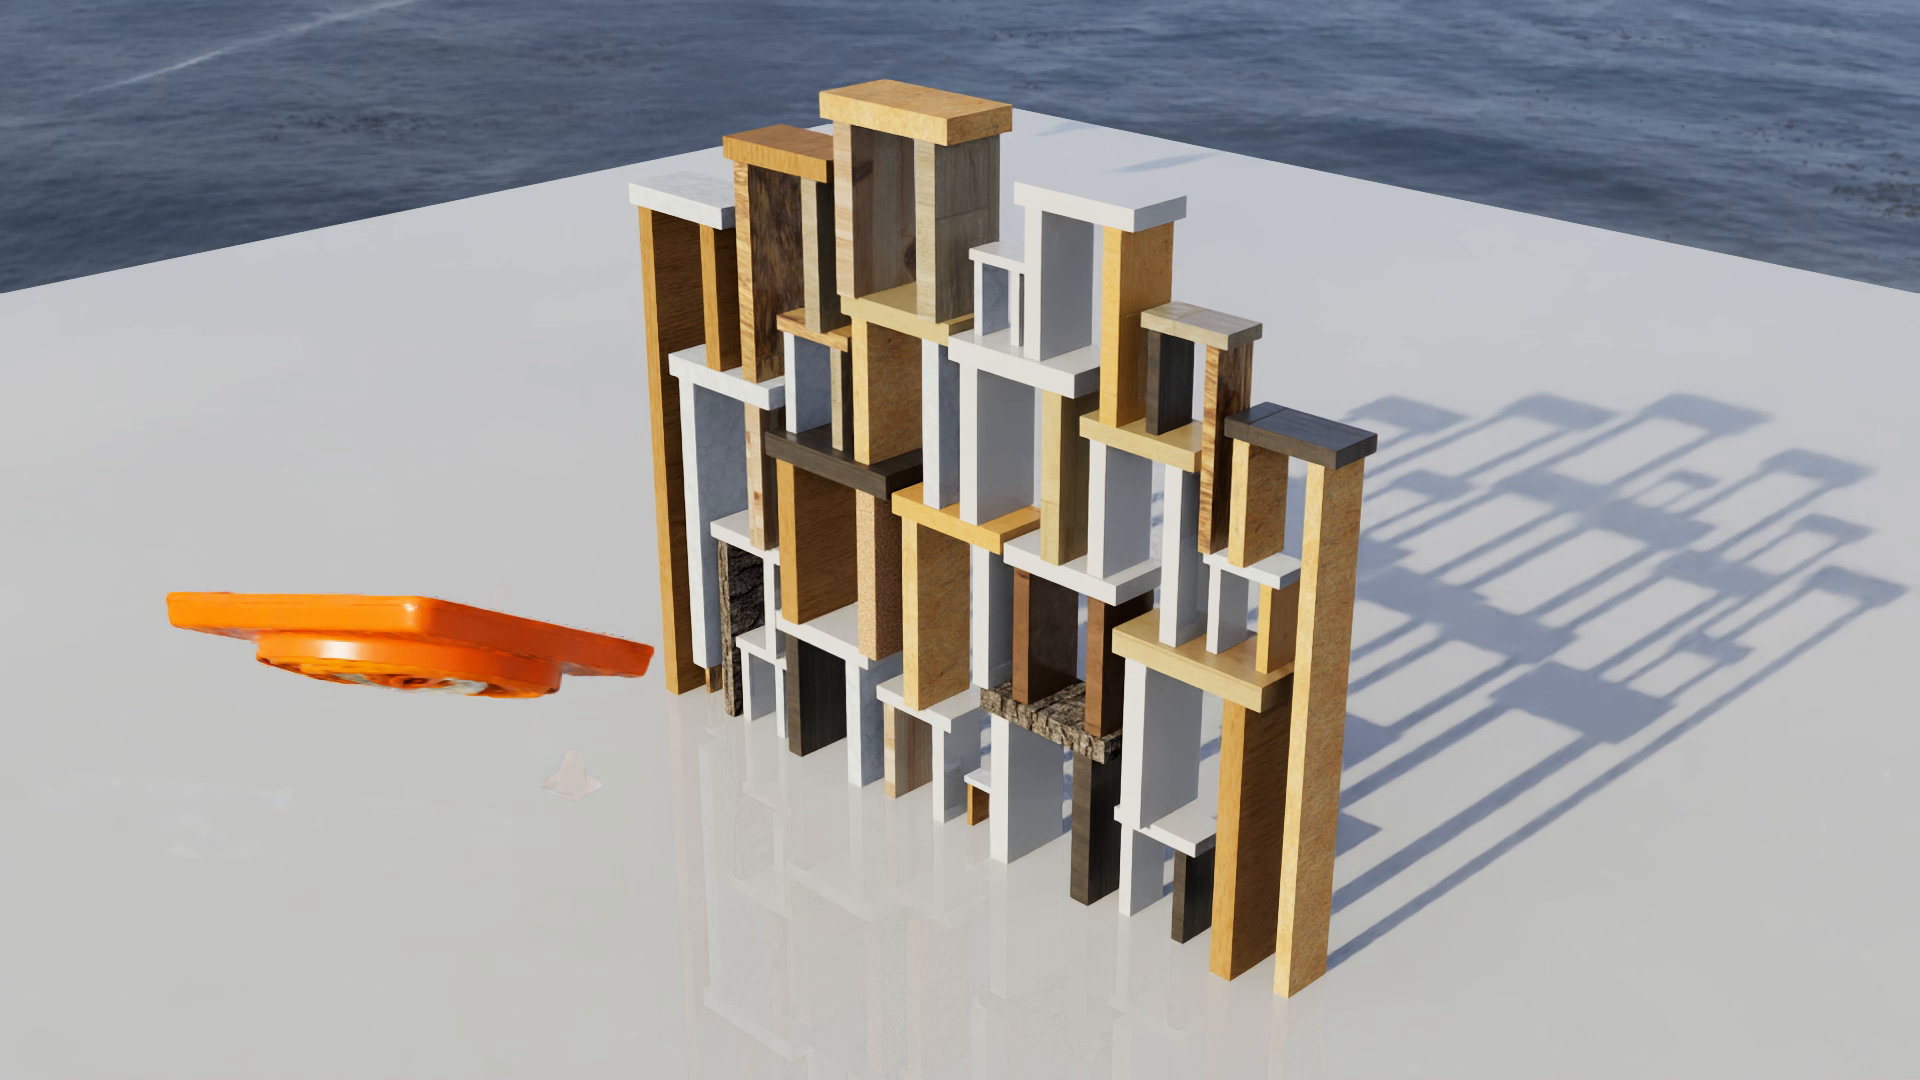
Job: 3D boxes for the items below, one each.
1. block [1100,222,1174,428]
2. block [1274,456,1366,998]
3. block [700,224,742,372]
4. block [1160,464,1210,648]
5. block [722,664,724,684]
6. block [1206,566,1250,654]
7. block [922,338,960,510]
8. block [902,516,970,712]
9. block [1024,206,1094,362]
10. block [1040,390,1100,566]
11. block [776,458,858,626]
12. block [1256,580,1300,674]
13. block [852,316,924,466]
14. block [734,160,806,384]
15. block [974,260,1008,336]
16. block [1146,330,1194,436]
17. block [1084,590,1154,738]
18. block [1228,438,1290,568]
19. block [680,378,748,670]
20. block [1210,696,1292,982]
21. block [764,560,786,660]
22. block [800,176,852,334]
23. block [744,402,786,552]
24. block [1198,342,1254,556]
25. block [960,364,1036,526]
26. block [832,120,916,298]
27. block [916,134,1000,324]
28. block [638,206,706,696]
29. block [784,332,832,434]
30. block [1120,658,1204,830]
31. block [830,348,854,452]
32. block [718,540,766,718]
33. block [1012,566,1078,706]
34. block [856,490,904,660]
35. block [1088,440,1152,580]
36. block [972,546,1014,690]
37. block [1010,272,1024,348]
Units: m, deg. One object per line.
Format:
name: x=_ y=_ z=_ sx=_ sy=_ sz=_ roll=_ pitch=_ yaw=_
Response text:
block: x=0.300 y=-0.374 z=3.736 sx=0.135 sy=0.347 sz=0.038 roll=-22 pitch=31 yaw=-40
block: x=0.603 y=0.325 z=3.713 sx=0.111 sy=1.001 sz=0.031 roll=-21 pitch=31 yaw=-41
block: x=-0.451 y=-0.508 z=4.491 sx=0.043 sy=0.302 sz=0.151 roll=21 pitch=31 yaw=40
block: x=0.403 y=0.012 z=3.787 sx=0.127 sy=0.331 sz=0.036 roll=-21 pitch=31 yaw=-40
block: x=-0.507 y=0.313 z=4.908 sx=0.013 sy=0.091 sz=0.045 roll=21 pitch=31 yaw=41
block: x=0.461 y=0.108 z=3.776 sx=0.023 sy=0.161 sz=0.081 roll=21 pitch=31 yaw=41
block: x=-0.003 y=-0.233 z=4.128 sx=0.146 sy=0.328 sz=0.041 roll=-21 pitch=31 yaw=-41
block: x=-0.046 y=0.127 z=4.321 sx=0.041 sy=0.405 sz=0.144 roll=21 pitch=31 yaw=41
block: x=0.173 y=-0.459 z=3.837 sx=0.135 sy=0.270 sz=0.038 roll=-22 pitch=31 yaw=-40
block: x=0.214 y=-0.129 z=3.932 sx=0.153 sy=0.324 sz=0.043 roll=-22 pitch=31 yaw=-40
block: x=-0.289 y=-0.018 z=4.530 sx=0.050 sy=0.354 sz=0.177 roll=21 pitch=31 yaw=40
block: x=0.536 y=0.138 z=3.706 sx=0.081 sy=0.161 sz=0.023 roll=-21 pitch=31 yaw=-40
block: x=-0.138 y=-0.304 z=4.249 sx=0.146 sy=0.292 sz=0.041 roll=-21 pitch=31 yaw=-40
block: x=-0.372 y=-0.547 z=4.397 sx=0.042 sy=0.449 sz=0.150 roll=21 pitch=31 yaw=40
block: x=0.057 y=-0.443 z=3.970 sx=0.068 sy=0.137 sz=0.019 roll=-22 pitch=31 yaw=-40
block: x=0.356 y=-0.276 z=3.716 sx=0.026 sy=0.183 sz=0.091 roll=21 pitch=31 yaw=41
block: x=0.289 y=0.210 z=3.995 sx=0.039 sy=0.273 sz=0.136 roll=21 pitch=31 yaw=40
block: x=0.497 y=-0.074 z=3.657 sx=0.111 sy=0.222 sz=0.031 roll=-21 pitch=31 yaw=-40
block: x=-0.516 y=-0.050 z=4.762 sx=0.045 sy=0.664 sz=0.159 roll=21 pitch=31 yaw=40
block: x=0.522 y=0.504 z=3.872 sx=0.047 sy=0.548 sz=0.165 roll=21 pitch=31 yaw=41
block: x=-0.361 y=0.131 z=4.670 sx=0.032 sy=0.225 sz=0.112 roll=22 pitch=31 yaw=40
block: x=-0.231 y=-0.562 z=4.238 sx=0.150 sy=0.300 sz=0.042 roll=-21 pitch=31 yaw=-40
block: x=-0.365 y=-0.150 z=4.557 sx=0.045 sy=0.318 sz=0.159 roll=21 pitch=31 yaw=40
block: x=0.443 y=-0.159 z=3.673 sx=0.026 sy=0.366 sz=0.091 roll=21 pitch=31 yaw=41
block: x=0.069 y=-0.194 z=4.062 sx=0.153 sy=0.307 sz=0.043 roll=-22 pitch=31 yaw=-40
block: x=-0.158 y=-0.633 z=4.122 sx=0.047 sy=0.330 sz=0.165 roll=21 pitch=31 yaw=40
block: x=-0.003 y=-0.571 z=3.978 sx=0.165 sy=0.330 sz=0.047 roll=-21 pitch=31 yaw=-40
block: x=-0.594 y=-0.191 z=4.783 sx=0.043 sy=1.115 sz=0.151 roll=21 pitch=31 yaw=41
block: x=-0.302 y=-0.327 z=4.409 sx=0.029 sy=0.208 sz=0.104 roll=22 pitch=31 yaw=40
block: x=0.366 y=0.343 z=3.972 sx=0.165 sy=0.330 sz=0.047 roll=-21 pitch=31 yaw=-41
block: x=-0.204 y=-0.288 z=4.320 sx=0.104 sy=0.208 sz=0.029 roll=-21 pitch=31 yaw=-40
block: x=-0.468 y=0.178 z=4.805 sx=0.032 sy=0.418 sz=0.113 roll=21 pitch=31 yaw=41
block: x=0.161 y=0.160 z=4.113 sx=0.039 sy=0.273 sz=0.136 roll=21 pitch=31 yaw=41
block: x=-0.122 y=0.047 z=4.377 sx=0.050 sy=0.354 sz=0.177 roll=22 pitch=31 yaw=40
block: x=0.283 y=-0.070 z=3.883 sx=0.036 sy=0.255 sz=0.127 roll=21 pitch=31 yaw=41
block: x=0.090 y=0.126 z=4.173 sx=0.144 sy=0.288 sz=0.041 roll=-21 pitch=31 yaw=-41
block: x=0.121 y=-0.418 z=3.910 sx=0.068 sy=0.137 sz=0.019 roll=-22 pitch=31 yaw=-40
